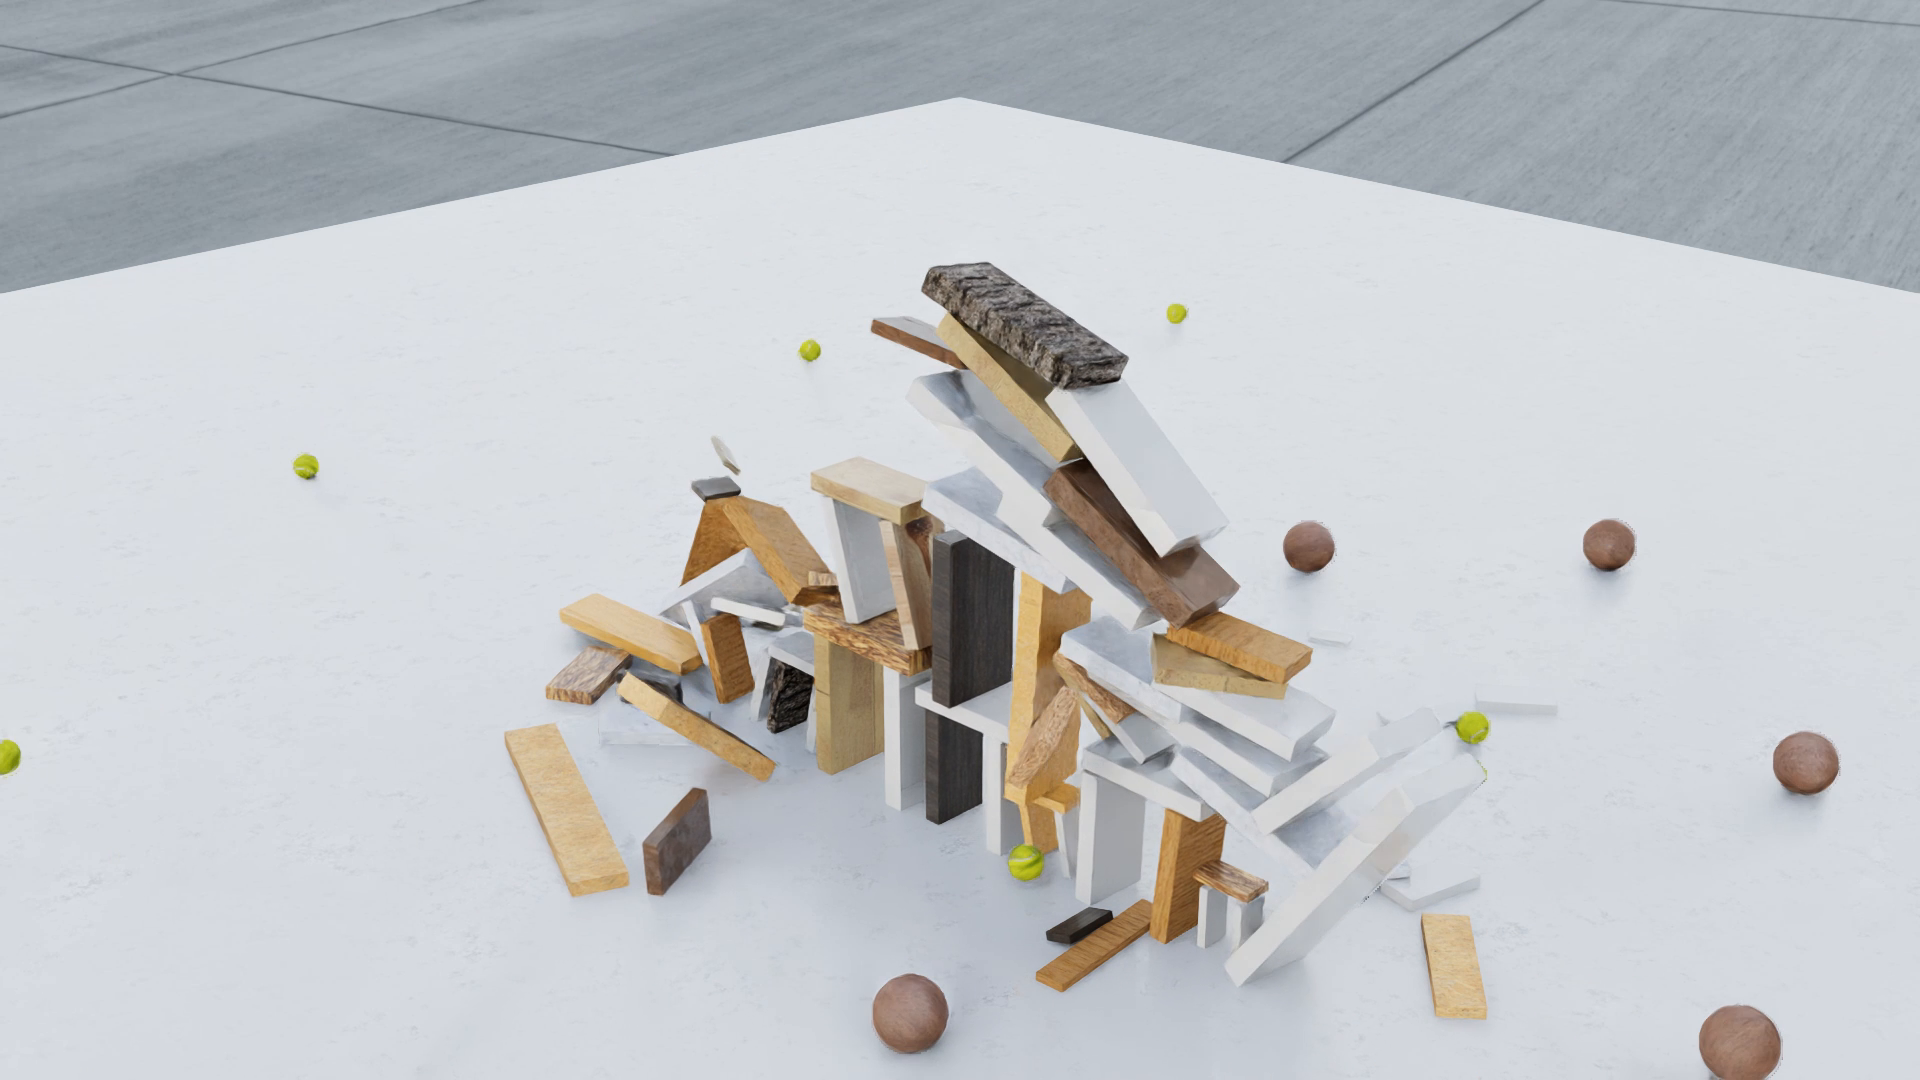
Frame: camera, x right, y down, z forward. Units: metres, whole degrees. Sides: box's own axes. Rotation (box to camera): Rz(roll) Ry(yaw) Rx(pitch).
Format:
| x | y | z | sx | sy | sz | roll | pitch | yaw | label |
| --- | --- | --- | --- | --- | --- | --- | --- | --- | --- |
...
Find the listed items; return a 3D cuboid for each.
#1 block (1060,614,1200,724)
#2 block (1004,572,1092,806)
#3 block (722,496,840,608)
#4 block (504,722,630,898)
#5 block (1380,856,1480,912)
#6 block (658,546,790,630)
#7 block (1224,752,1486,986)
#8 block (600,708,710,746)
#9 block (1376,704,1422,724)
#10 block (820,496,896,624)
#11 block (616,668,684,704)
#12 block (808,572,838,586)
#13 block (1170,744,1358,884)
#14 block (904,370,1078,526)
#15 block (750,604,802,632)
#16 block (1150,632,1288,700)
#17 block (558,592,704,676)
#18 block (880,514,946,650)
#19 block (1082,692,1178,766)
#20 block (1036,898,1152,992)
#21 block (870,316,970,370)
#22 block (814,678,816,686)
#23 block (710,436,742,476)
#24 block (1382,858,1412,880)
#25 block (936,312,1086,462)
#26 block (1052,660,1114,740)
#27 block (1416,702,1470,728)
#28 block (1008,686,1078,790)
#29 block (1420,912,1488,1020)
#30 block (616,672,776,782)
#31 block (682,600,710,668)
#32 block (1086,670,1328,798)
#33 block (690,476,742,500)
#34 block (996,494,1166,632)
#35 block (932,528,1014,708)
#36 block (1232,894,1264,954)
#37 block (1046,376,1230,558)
| x | y | z | sx | sy | sz | roll | pitch | yaw | label |
| --- | --- | --- | --- | --- | --- | --- | --- | --- | --- |
| 0.332 | 0.226 | 3.937 | 0.143 | 0.040 | 0.285 | -20 | 38 | -41 | block |
| 0.168 | 0.255 | 4.131 | 0.049 | 0.473 | 0.173 | 20 | 28 | 32 | block |
| -0.376 | 0.031 | 4.783 | 0.161 | 0.046 | 0.321 | 17 | 27 | -49 | block |
| -0.805 | 0.536 | 4.458 | 0.111 | 0.031 | 0.656 | -9 | 25 | -20 | block |
| 0.897 | 0.654 | 4.188 | 0.173 | 0.024 | 0.086 | -13 | 26 | -29 | block |
| -0.516 | 0.128 | 4.980 | 0.161 | 0.046 | 0.465 | 27 | -27 | -22 | block |
| 0.654 | 0.566 | 3.711 | 0.164 | 0.644 | 0.047 | -16 | 62 | -34 | block |
| -0.658 | 0.405 | 4.765 | 0.222 | 0.031 | 0.111 | 1 | 23 | 1 | block |
| 0.976 | 0.385 | 4.834 | 0.104 | 0.015 | 0.052 | -8 | 24 | -19 | block |
| -0.196 | 0.024 | 4.451 | 0.131 | 0.262 | 0.037 | -21 | 15 | -41 | block |
| -0.685 | 0.335 | 4.869 | 0.154 | 0.077 | 0.022 | 11 | 33 | 23 | block |
| -0.246 | 0.084 | 4.640 | 0.095 | 0.027 | 0.190 | 2 | -1 | 14 | block |
| 0.545 | 0.462 | 3.875 | 0.164 | 0.047 | 0.329 | -23 | 53 | -42 | block |
| 0.087 | -0.174 | 4.001 | 0.175 | 0.049 | 0.376 | -14 | 50 | -47 | block |
| -0.509 | 0.166 | 5.329 | 0.222 | 0.031 | 0.111 | 10 | 25 | 23 | block |
| 0.447 | 0.218 | 3.814 | 0.227 | 0.032 | 0.113 | 7 | 30 | -4 | block |
| -0.752 | 0.216 | 5.117 | 0.436 | 0.031 | 0.111 | 19 | 35 | 38 | block |
| -0.073 | 0.072 | 4.338 | 0.131 | 0.262 | 0.037 | -21 | 15 | -40 | block |
| 0.311 | 0.327 | 4.032 | 0.087 | 0.025 | 0.174 | -20 | 60 | -39 | block |
| 0.261 | 0.736 | 4.005 | 0.059 | 0.017 | 0.319 | 18 | 29 | 37 | block |
| -0.047 | -0.369 | 4.104 | 0.095 | 0.027 | 0.258 | -9 | 26 | -42 | block |
| -0.160 | 0.339 | 4.903 | 0.165 | 0.047 | 0.371 | -17 | 28 | -35 | block |
| -0.532 | -0.191 | 4.993 | 0.015 | 0.051 | 0.103 | -41 | 42 | 7 | block |
| 0.800 | 0.633 | 4.205 | 0.119 | 0.017 | 0.059 | -8 | 8 | 5 | block |
| 0.129 | -0.287 | 3.958 | 0.348 | 0.049 | 0.174 | 48 | 35 | 21 | block |
| 0.250 | 0.275 | 4.089 | 0.087 | 0.174 | 0.025 | -32 | -1 | -44 | block |
| 1.056 | 0.385 | 4.813 | 0.104 | 0.015 | 0.052 | -10 | 44 | -21 | block |
| 0.147 | 0.355 | 3.927 | 0.032 | 0.227 | 0.113 | 27 | 61 | -1 | block |
| 0.883 | 0.760 | 3.938 | 0.086 | 0.024 | 0.292 | 2 | 23 | 5 | block |
| -0.540 | 0.386 | 4.518 | 0.165 | 0.047 | 0.330 | 26 | -8 | 47 | block |
| -0.578 | 0.215 | 4.948 | 0.022 | 0.154 | 0.077 | -24 | -15 | 6 | block |
| 0.432 | 0.308 | 3.894 | 0.143 | 0.040 | 0.456 | -16 | 35 | -37 | block |
| -0.531 | -0.112 | 4.783 | 0.103 | 0.015 | 0.051 | -11 | 46 | -46 | block |
| 0.247 | 0.019 | 3.932 | 0.175 | 0.049 | 0.349 | -17 | 49 | -45 | block |
| 0.025 | 0.137 | 4.252 | 0.173 | 0.346 | 0.049 | -21 | 31 | -40 | block |
| 0.518 | 0.699 | 3.955 | 0.062 | 0.123 | 0.017 | -19 | 29 | -38 | block |
| 0.312 | -0.138 | 3.852 | 0.174 | 0.049 | 0.348 | -17 | 67 | -51 | block |
